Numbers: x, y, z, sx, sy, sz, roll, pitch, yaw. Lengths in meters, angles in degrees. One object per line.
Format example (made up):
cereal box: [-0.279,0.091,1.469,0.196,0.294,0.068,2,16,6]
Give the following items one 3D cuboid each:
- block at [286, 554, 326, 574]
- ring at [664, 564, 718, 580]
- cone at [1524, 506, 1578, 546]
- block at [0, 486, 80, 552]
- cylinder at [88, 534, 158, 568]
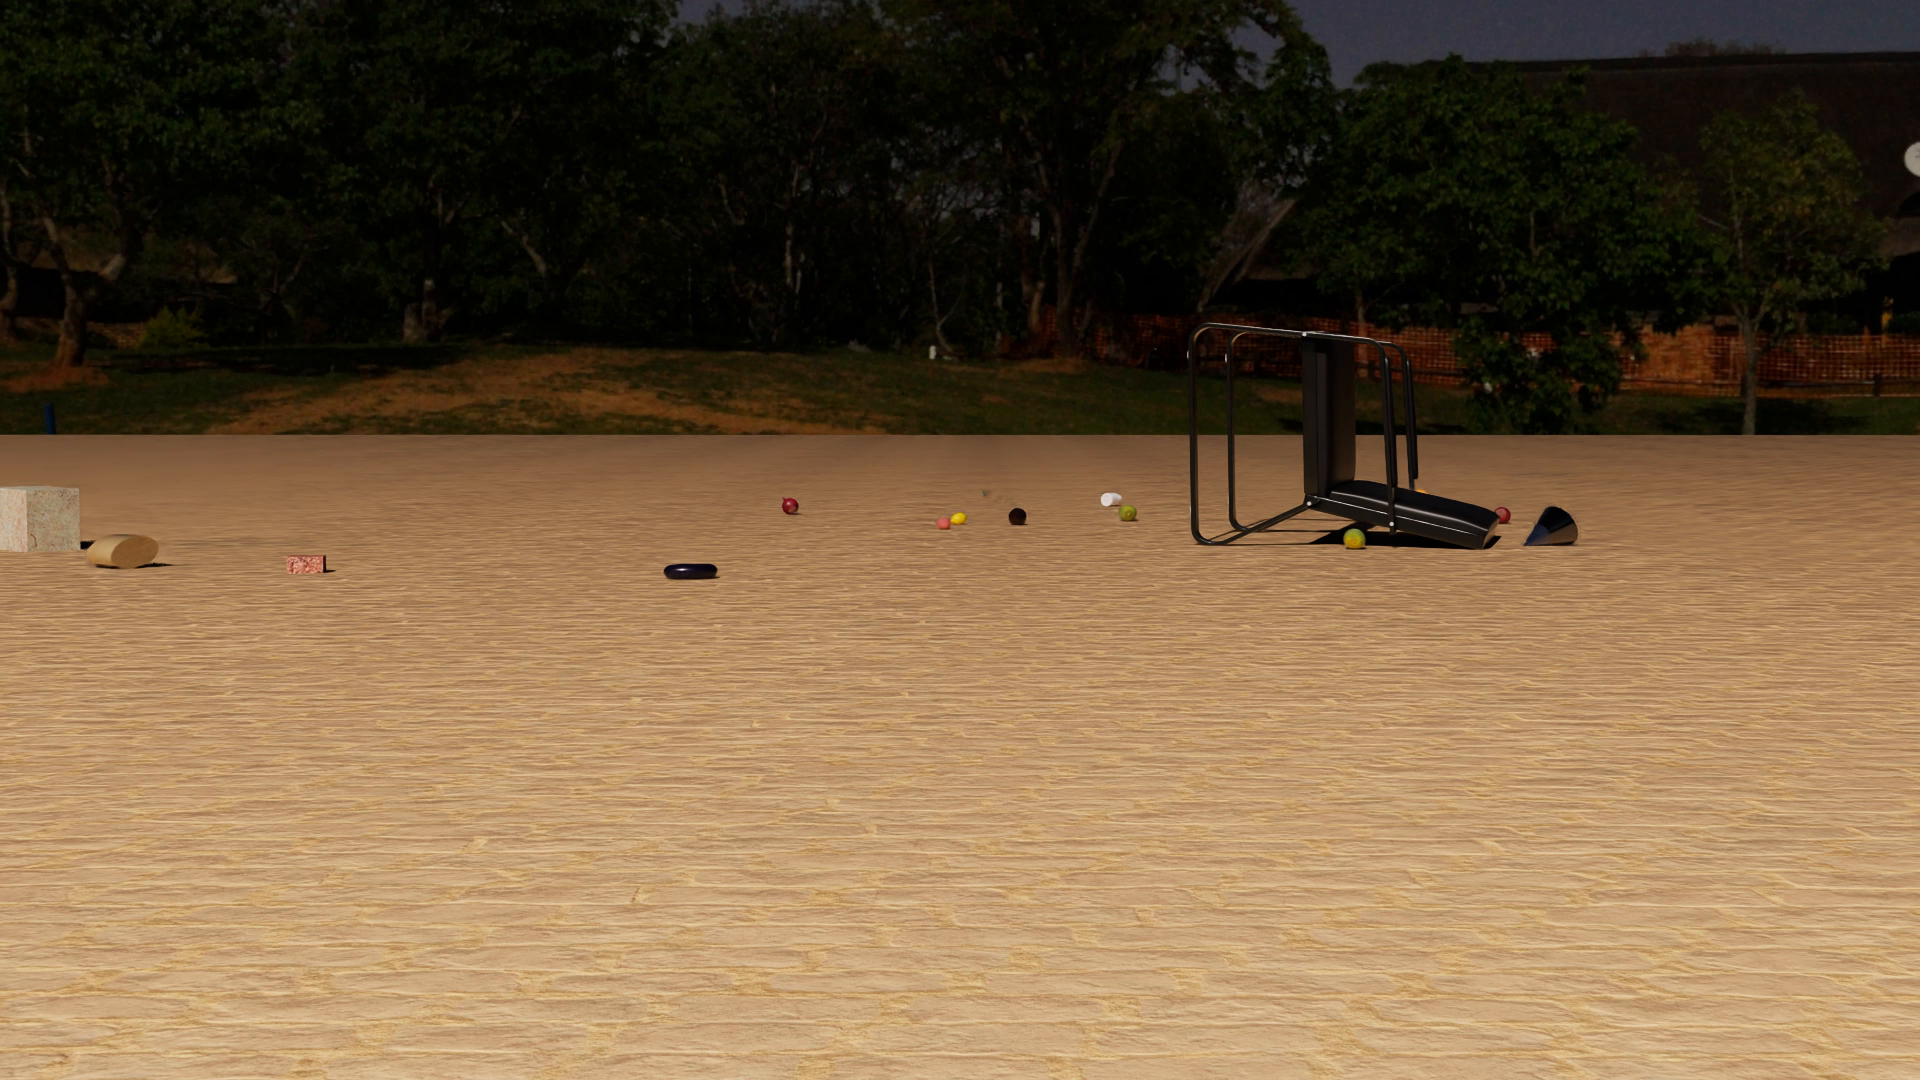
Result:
block: [-1.600,0.059,5.387,0.085,0.040,0.064,-1,4,-9]
ring: [-0.639,0.075,5.211,0.128,0.034,0.087,-2,3,-12]
cone: [1.669,-0.012,6.313,0.137,0.122,0.161,-27,6,-17]
block: [-2.597,-0.060,6.171,0.240,0.171,0.148,4,5,43]
cylinder: [-2.108,0.029,5.539,0.114,0.077,0.131,3,16,39]
